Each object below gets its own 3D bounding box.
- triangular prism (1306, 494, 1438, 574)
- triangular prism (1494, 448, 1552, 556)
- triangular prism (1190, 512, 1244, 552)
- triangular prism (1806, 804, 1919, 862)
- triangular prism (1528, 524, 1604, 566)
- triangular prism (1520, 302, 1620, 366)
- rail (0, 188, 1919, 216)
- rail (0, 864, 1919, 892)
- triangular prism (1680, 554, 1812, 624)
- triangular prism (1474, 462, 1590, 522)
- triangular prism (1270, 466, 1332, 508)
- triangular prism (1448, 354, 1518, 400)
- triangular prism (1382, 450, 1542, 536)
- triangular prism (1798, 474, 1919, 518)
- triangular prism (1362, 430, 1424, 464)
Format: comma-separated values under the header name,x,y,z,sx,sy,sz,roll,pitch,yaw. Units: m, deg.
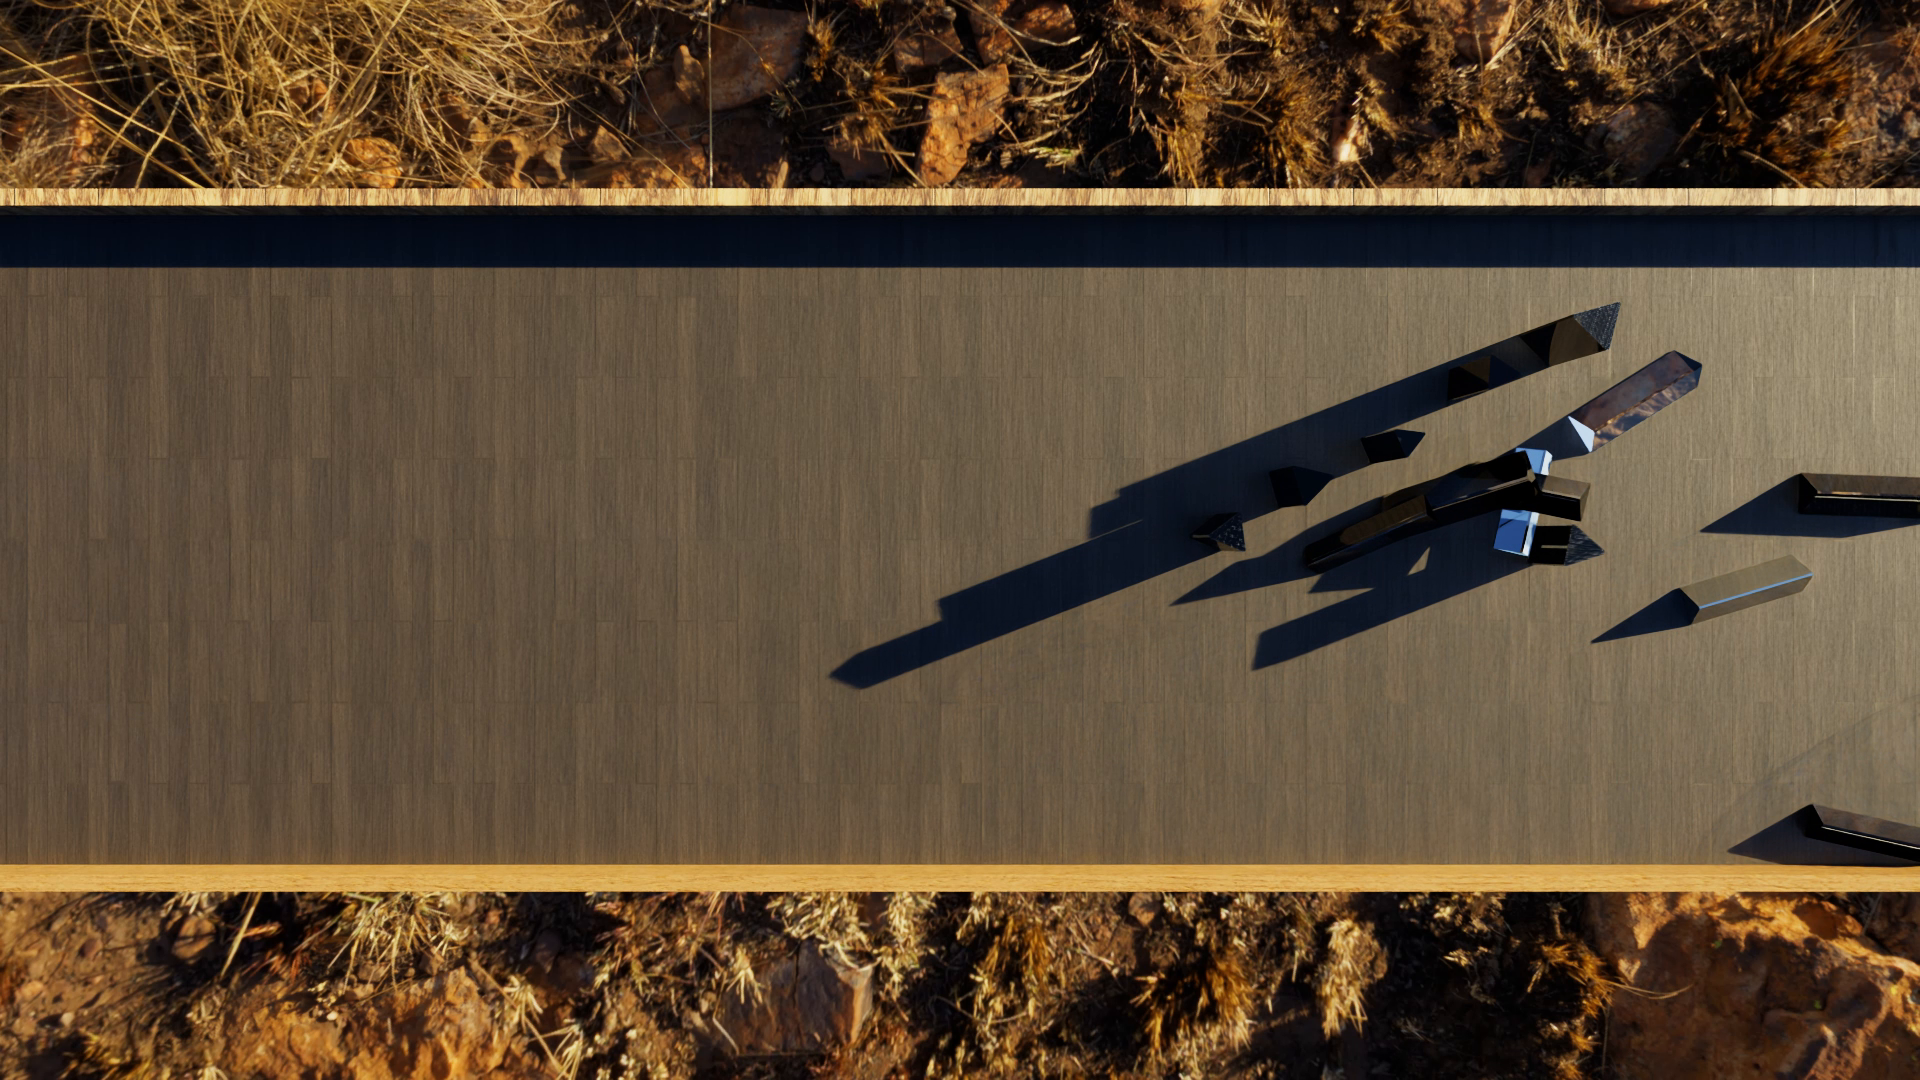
name,x,y,z,sx,sy,sz,roll,pitch,yaw
triangular prism,1.225,-0.007,4.946,0.394,0.082,0.095,-26,90,28
triangular prism,1.731,-0.117,5.026,0.111,0.096,0.318,13,90,0
triangular prism,0.775,-0.034,4.878,0.112,0.396,0.097,22,90,0
triangular prism,2.803,0.904,5.030,0.396,0.088,0.102,12,90,0
triangular prism,1.791,0.005,4.924,0.121,0.304,0.105,-18,90,0
triangular prism,1.812,-0.624,4.855,0.138,0.444,0.120,45,90,0
rail,-2.247,-1.025,5.002,12.000,0.150,0.050,0,90,0
rail,-2.247,1.025,5.001,12.000,0.150,0.050,0,90,0
triangular prism,2.401,0.153,5.023,0.358,0.101,0.117,-17,90,0
triangular prism,1.691,-0.154,4.942,0.343,0.100,0.115,15,90,31
triangular prism,0.988,-0.175,4.894,0.102,0.366,0.118,44,90,0
triangular prism,1.527,-0.488,4.879,0.099,0.396,0.086,-26,90,0
triangular prism,1.481,-0.125,4.916,0.442,0.124,0.143,-19,90,28
triangular prism,2.802,-0.135,5.020,0.440,0.108,0.124,2,90,0
triangular prism,1.264,-0.291,4.876,0.075,0.400,0.087,37,90,0
